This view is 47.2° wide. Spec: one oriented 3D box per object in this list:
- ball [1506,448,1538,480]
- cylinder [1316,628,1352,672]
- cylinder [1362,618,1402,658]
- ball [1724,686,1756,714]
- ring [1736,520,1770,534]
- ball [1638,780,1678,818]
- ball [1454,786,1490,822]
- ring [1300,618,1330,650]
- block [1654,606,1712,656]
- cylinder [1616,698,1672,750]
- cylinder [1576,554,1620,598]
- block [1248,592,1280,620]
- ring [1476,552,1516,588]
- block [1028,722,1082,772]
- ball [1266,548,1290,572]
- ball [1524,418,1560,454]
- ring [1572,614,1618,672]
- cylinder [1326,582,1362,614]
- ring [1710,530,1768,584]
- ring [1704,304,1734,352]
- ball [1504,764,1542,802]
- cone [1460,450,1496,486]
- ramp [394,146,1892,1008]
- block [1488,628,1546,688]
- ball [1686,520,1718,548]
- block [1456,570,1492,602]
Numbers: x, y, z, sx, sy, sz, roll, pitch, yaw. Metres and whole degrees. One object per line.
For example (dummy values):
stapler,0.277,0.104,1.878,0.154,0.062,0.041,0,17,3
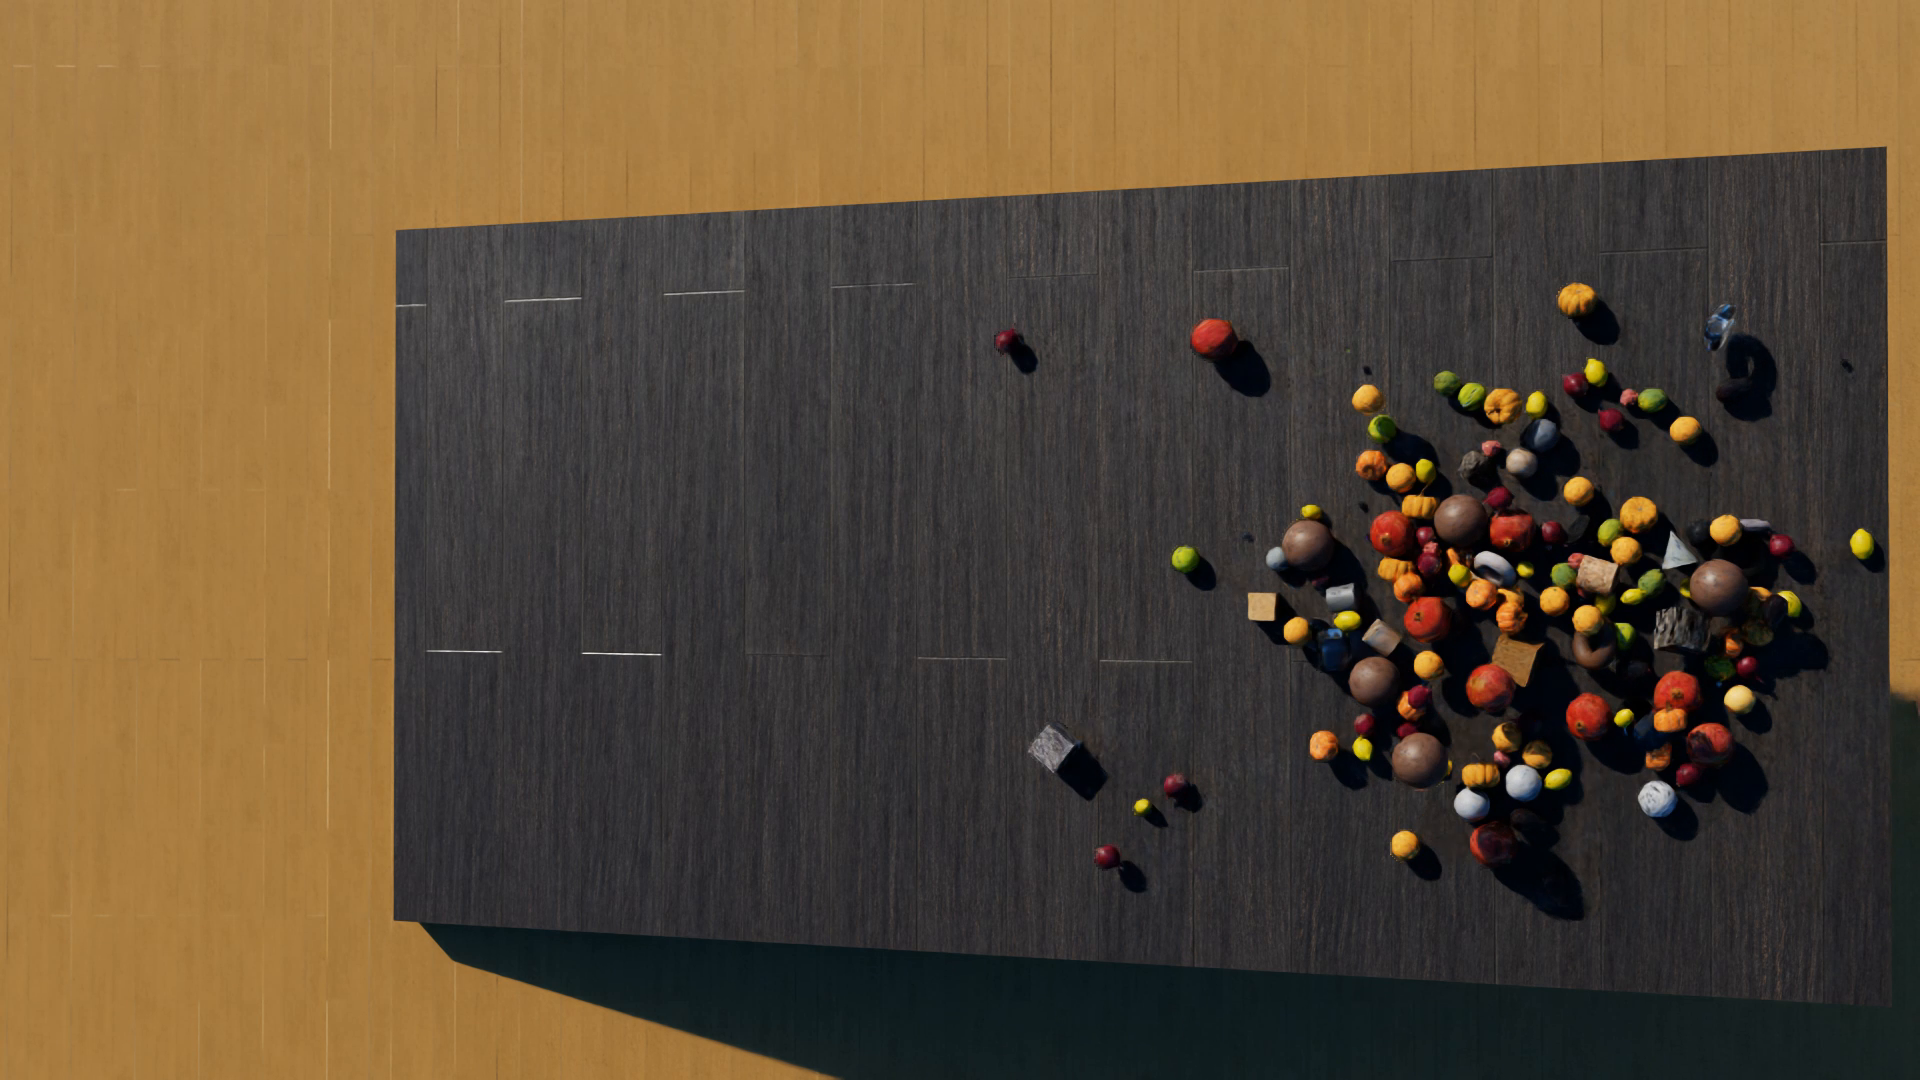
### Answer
ball,1.365,-0.187,5.337,0.078,0.078,0.078,0,89,0
cylinder,0.929,0.272,5.459,0.085,0.085,0.085,-7,104,0
cylinder,1.038,0.241,5.409,0.068,0.068,0.068,37,89,-3
ball,1.836,0.376,5.177,0.070,0.070,0.070,0,89,0
ring,1.864,-0.032,5.166,0.078,0.078,0.026,1,99,0
ball,1.658,0.616,5.223,0.088,0.088,0.088,0,89,0
ball,1.249,0.644,5.360,0.085,0.085,0.085,0,89,0
ring,0.894,0.237,5.514,0.080,0.027,0.080,0,89,17
block,1.696,0.214,5.162,0.092,0.092,0.092,11,80,-10
cylinder,1.619,0.437,5.215,0.096,0.096,0.096,-3,108,-8
cylinder,1.523,0.086,5.246,0.082,0.082,0.082,18,89,25
block,0.766,0.167,5.536,0.067,0.067,0.067,1,90,18
ring,1.291,0.071,5.304,0.112,0.112,0.037,41,91,1
block,0.247,0.536,5.692,0.088,0.088,0.088,39,101,15
ball,0.800,0.049,5.529,0.062,0.062,0.062,0,89,0
ball,1.409,-0.252,5.320,0.083,0.083,0.083,0,89,0
ring,1.520,0.246,5.263,0.046,0.137,0.137,9,89,-24
cylinder,0.956,0.145,5.467,0.069,0.069,0.069,-9,89,28
ring,1.840,0.039,5.195,0.131,0.044,0.131,0,91,18
ring,1.779,-0.498,5.152,0.039,0.118,0.118,23,89,28
ball,1.362,0.589,5.320,0.090,0.090,0.090,0,89,0
cone,1.259,-0.177,5.365,0.090,0.090,0.090,0,89,18
ramp,0.277,0.092,5.787,4.000,0.100,2.000,0,89,18
block,1.346,0.285,5.310,0.096,0.096,0.096,21,111,24
ball,1.757,-0.014,5.209,0.070,0.070,0.070,0,89,0
block,1.255,0.113,5.376,0.054,0.054,0.054,39,101,28
